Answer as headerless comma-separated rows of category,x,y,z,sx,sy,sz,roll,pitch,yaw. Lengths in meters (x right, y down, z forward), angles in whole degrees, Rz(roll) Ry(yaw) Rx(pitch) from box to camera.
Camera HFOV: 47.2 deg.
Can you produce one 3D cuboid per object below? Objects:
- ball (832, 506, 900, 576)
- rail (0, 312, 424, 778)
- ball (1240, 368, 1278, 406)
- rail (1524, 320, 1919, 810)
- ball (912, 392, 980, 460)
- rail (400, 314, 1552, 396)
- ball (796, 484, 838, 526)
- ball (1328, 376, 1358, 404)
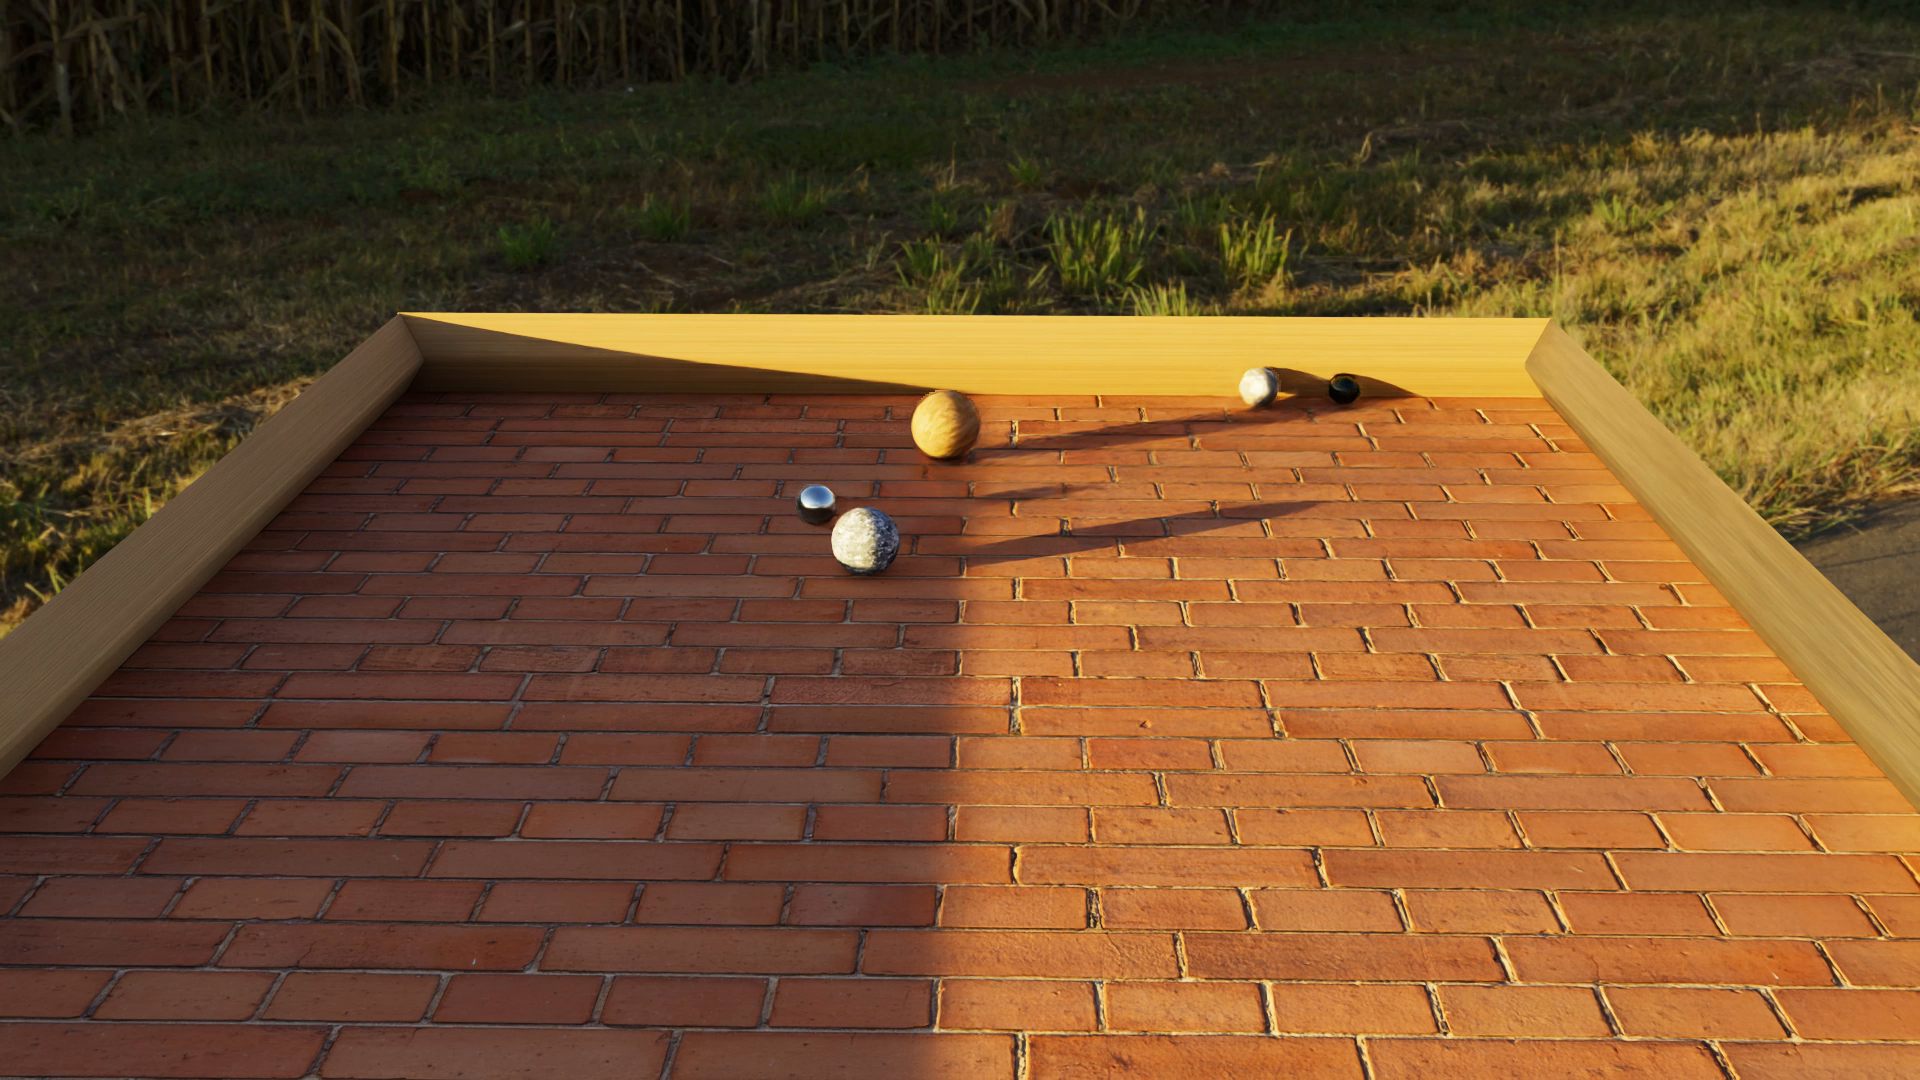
ball,-0.110,0.001,2.556,0.080,0.080,0.080,0,18,0
rail,-0.864,0.222,1.823,0.045,0.121,3.230,0,18,1
ball,0.446,-0.228,3.279,0.059,0.059,0.059,0,18,0
rail,0.829,0.234,1.787,0.045,0.121,3.230,0,18,1
ball,-0.020,-0.156,3.007,0.093,0.093,0.093,0,18,0
rail,0.017,-0.274,3.315,1.741,0.121,0.045,0,18,1
ball,-0.178,-0.043,2.737,0.050,0.050,0.050,0,18,0
ball,0.575,-0.225,3.293,0.044,0.044,0.044,0,18,0
